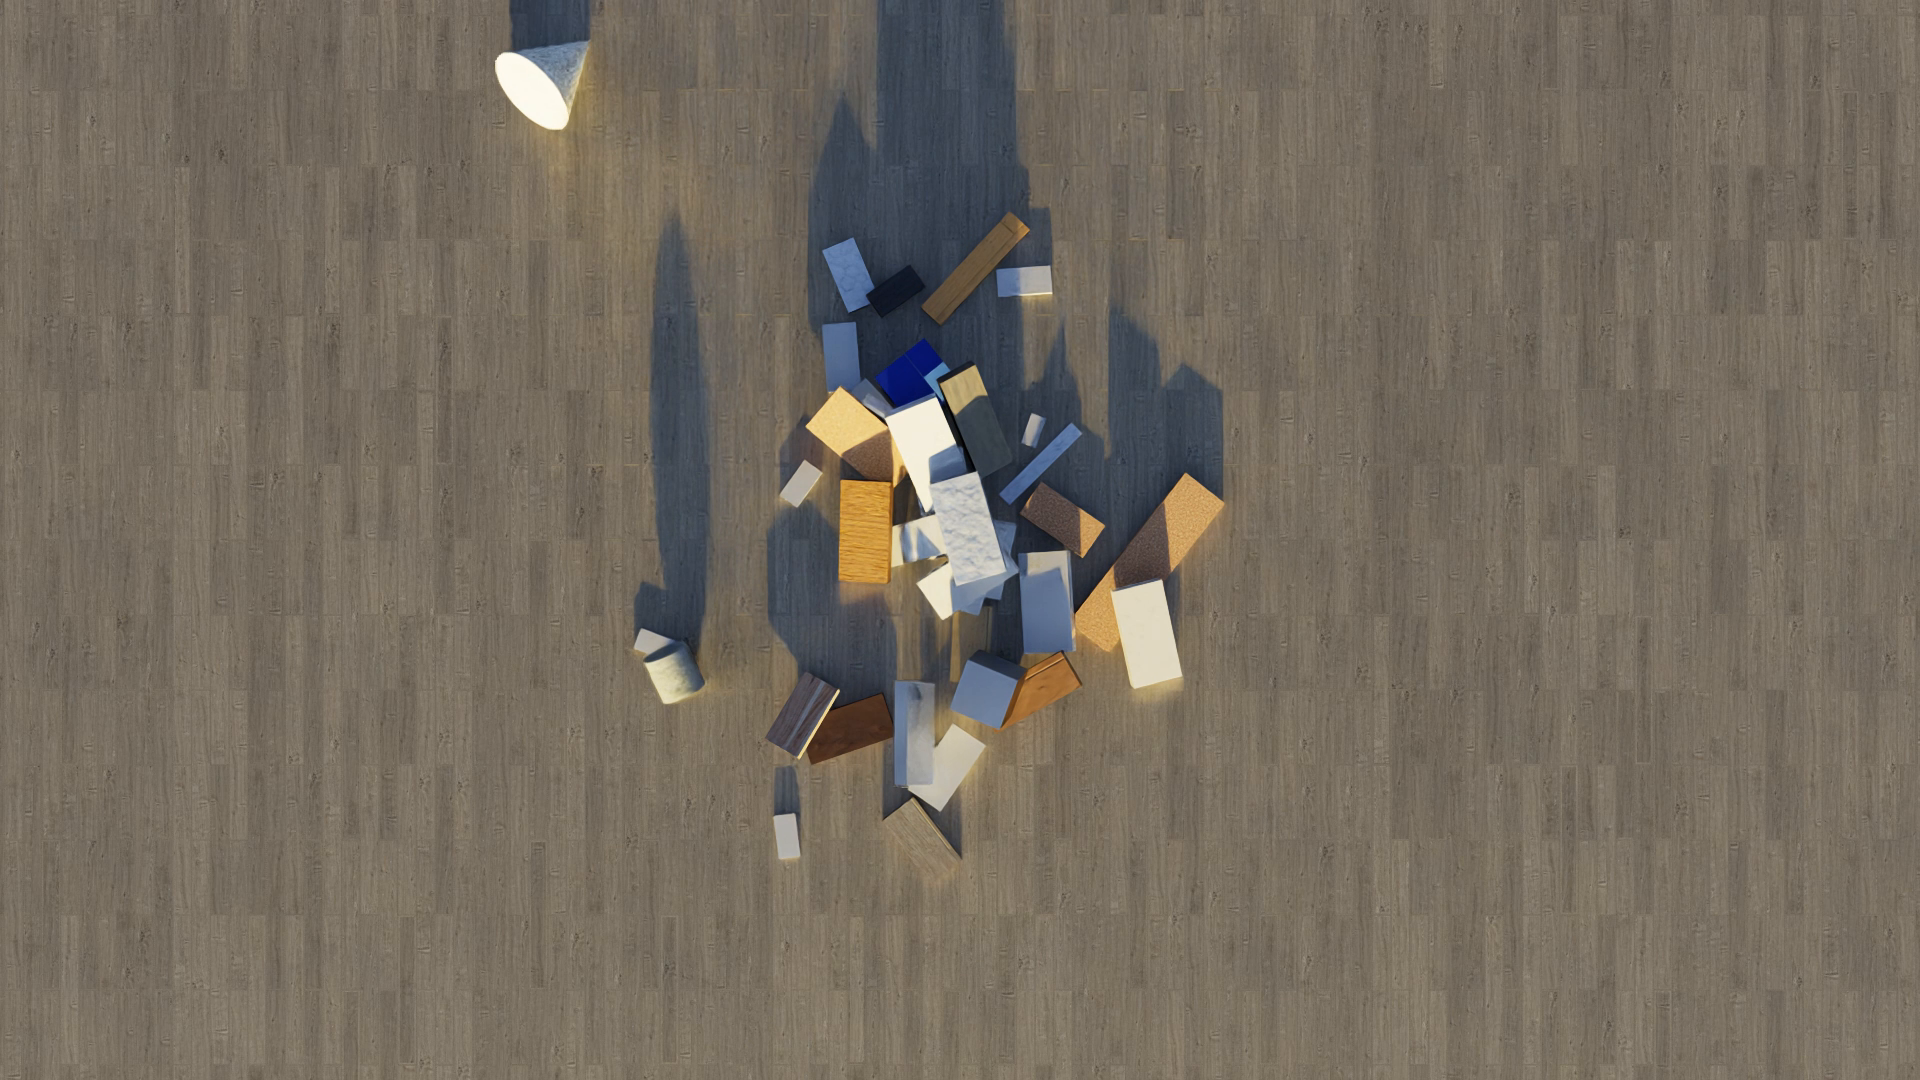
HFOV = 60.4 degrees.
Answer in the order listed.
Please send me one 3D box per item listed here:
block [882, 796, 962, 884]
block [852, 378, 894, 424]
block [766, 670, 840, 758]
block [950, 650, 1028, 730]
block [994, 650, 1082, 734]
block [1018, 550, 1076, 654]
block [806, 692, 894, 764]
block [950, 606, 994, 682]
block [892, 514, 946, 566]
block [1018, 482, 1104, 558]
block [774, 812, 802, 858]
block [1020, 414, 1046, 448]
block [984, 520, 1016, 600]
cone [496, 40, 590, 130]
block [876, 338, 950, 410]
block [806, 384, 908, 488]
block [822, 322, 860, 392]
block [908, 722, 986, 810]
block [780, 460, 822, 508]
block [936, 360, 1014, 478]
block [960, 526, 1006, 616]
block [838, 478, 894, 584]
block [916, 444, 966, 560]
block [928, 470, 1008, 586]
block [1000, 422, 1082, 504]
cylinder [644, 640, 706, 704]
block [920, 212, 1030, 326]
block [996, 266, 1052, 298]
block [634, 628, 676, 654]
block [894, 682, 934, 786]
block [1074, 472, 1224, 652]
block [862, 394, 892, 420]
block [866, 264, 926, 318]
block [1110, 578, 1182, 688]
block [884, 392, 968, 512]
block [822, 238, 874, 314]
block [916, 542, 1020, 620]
[{"bbox_3d":[-0.125,0.996,5.481,0.132,0.037,0.265,-37,90,0],"label":"block"},{"bbox_3d":[-0.278,-0.417,5.467,0.112,0.032,0.224,-43,98,1],"label":"block"},{"bbox_3d":[-0.520,0.577,5.444,0.129,0.037,0.258,28,79,12],"label":"block"},{"bbox_3d":[0.095,0.484,5.356,0.176,0.176,0.176,22,102,10],"label":"block"},{"bbox_3d":[0.228,0.500,5.438,0.333,0.037,0.132,-31,90,15],"label":"block"},{"bbox_3d":[0.288,0.205,5.451,0.166,0.047,0.332,-4,90,19],"label":"block"},{"bbox_3d":[-0.375,0.626,5.479,0.299,0.042,0.149,-19,90,0],"label":"block"},{"bbox_3d":[0.038,0.345,5.482,0.129,0.037,0.258,3,90,0],"label":"block"},{"bbox_3d":[-0.130,-0.003,5.411,0.258,0.037,0.129,-15,91,34],"label":"block"},{"bbox_3d":[0.338,-0.068,5.482,0.258,0.037,0.129,35,90,0],"label":"block"},{"bbox_3d":[-0.575,0.984,5.490,0.072,0.020,0.144,-7,90,0],"label":"block"},{"bbox_3d":[0.245,-0.364,5.493,0.052,0.015,0.104,20,90,0],"label":"block"},{"bbox_3d":[0.096,0.061,5.442,0.129,0.037,0.258,10,105,-6],"label":"block"},{"bbox_3d":[-1.313,-1.562,5.434,0.295,0.295,0.295,37,63,0],"label":"cone"},{"bbox_3d":[-0.131,-0.505,5.398,0.205,0.205,0.205,-39,90,0],"label":"block"},{"bbox_3d":[-0.315,-0.328,5.437,0.352,0.050,0.176,40,100,-7],"label":"block"},{"bbox_3d":[-0.393,-0.607,5.484,0.112,0.032,0.224,-5,90,0],"label":"block"},{"bbox_3d":[-0.044,0.753,5.481,0.132,0.037,0.265,35,90,0],"label":"block"},{"bbox_3d":[-0.529,-0.187,5.490,0.072,0.020,0.144,36,90,0],"label":"block"},{"bbox_3d":[0.051,-0.386,5.355,0.129,0.037,0.404,-29,128,-7],"label":"block"},{"bbox_3d":[0.036,0.085,5.403,0.149,0.042,0.299,18,105,-1],"label":"block"},{"bbox_3d":[-0.310,-0.030,5.438,0.167,0.047,0.334,3,98,12],"label":"block"},{"bbox_3d":[-0.047,-0.125,5.434,0.176,0.050,0.352,-11,104,0],"label":"block"},{"bbox_3d":[0.025,-0.038,5.292,0.167,0.047,0.334,-16,91,8],"label":"block"},{"bbox_3d":[0.267,-0.253,5.493,0.340,0.015,0.052,-45,90,0],"label":"block"},{"bbox_3d":[-0.936,0.433,5.409,0.151,0.151,0.151,-23,104,0],"label":"cylinder"},{"bbox_3d":[0.050,-0.902,5.487,0.090,0.026,0.436,43,90,0],"label":"block"},{"bbox_3d":[0.213,-0.860,5.487,0.180,0.026,0.090,-4,90,0],"label":"block"},{"bbox_3d":[-1.005,0.352,5.490,0.144,0.020,0.072,21,90,0],"label":"block"},{"bbox_3d":[-0.149,0.634,5.395,0.047,0.167,0.334,-4,81,30],"label":"block"},{"bbox_3d":[0.619,0.075,5.476,0.166,0.047,0.627,38,90,0],"label":"block"},{"bbox_3d":[-0.270,-0.437,5.423,0.104,0.052,0.015,32,127,-8],"label":"block"},{"bbox_3d":[-0.214,-0.825,5.468,0.180,0.026,0.090,-36,93,-11],"label":"block"},{"bbox_3d":[0.614,0.307,5.440,0.166,0.047,0.332,-14,99,-7],"label":"block"},{"bbox_3d":[-0.095,-0.280,5.310,0.176,0.050,0.352,-22,114,3],"label":"block"},{"bbox_3d":[-0.362,-0.878,5.484,0.112,0.032,0.224,-23,90,0],"label":"block"},{"bbox_3d":[0.026,0.117,5.369,0.299,0.042,0.149,-33,100,11],"label":"block"}]
